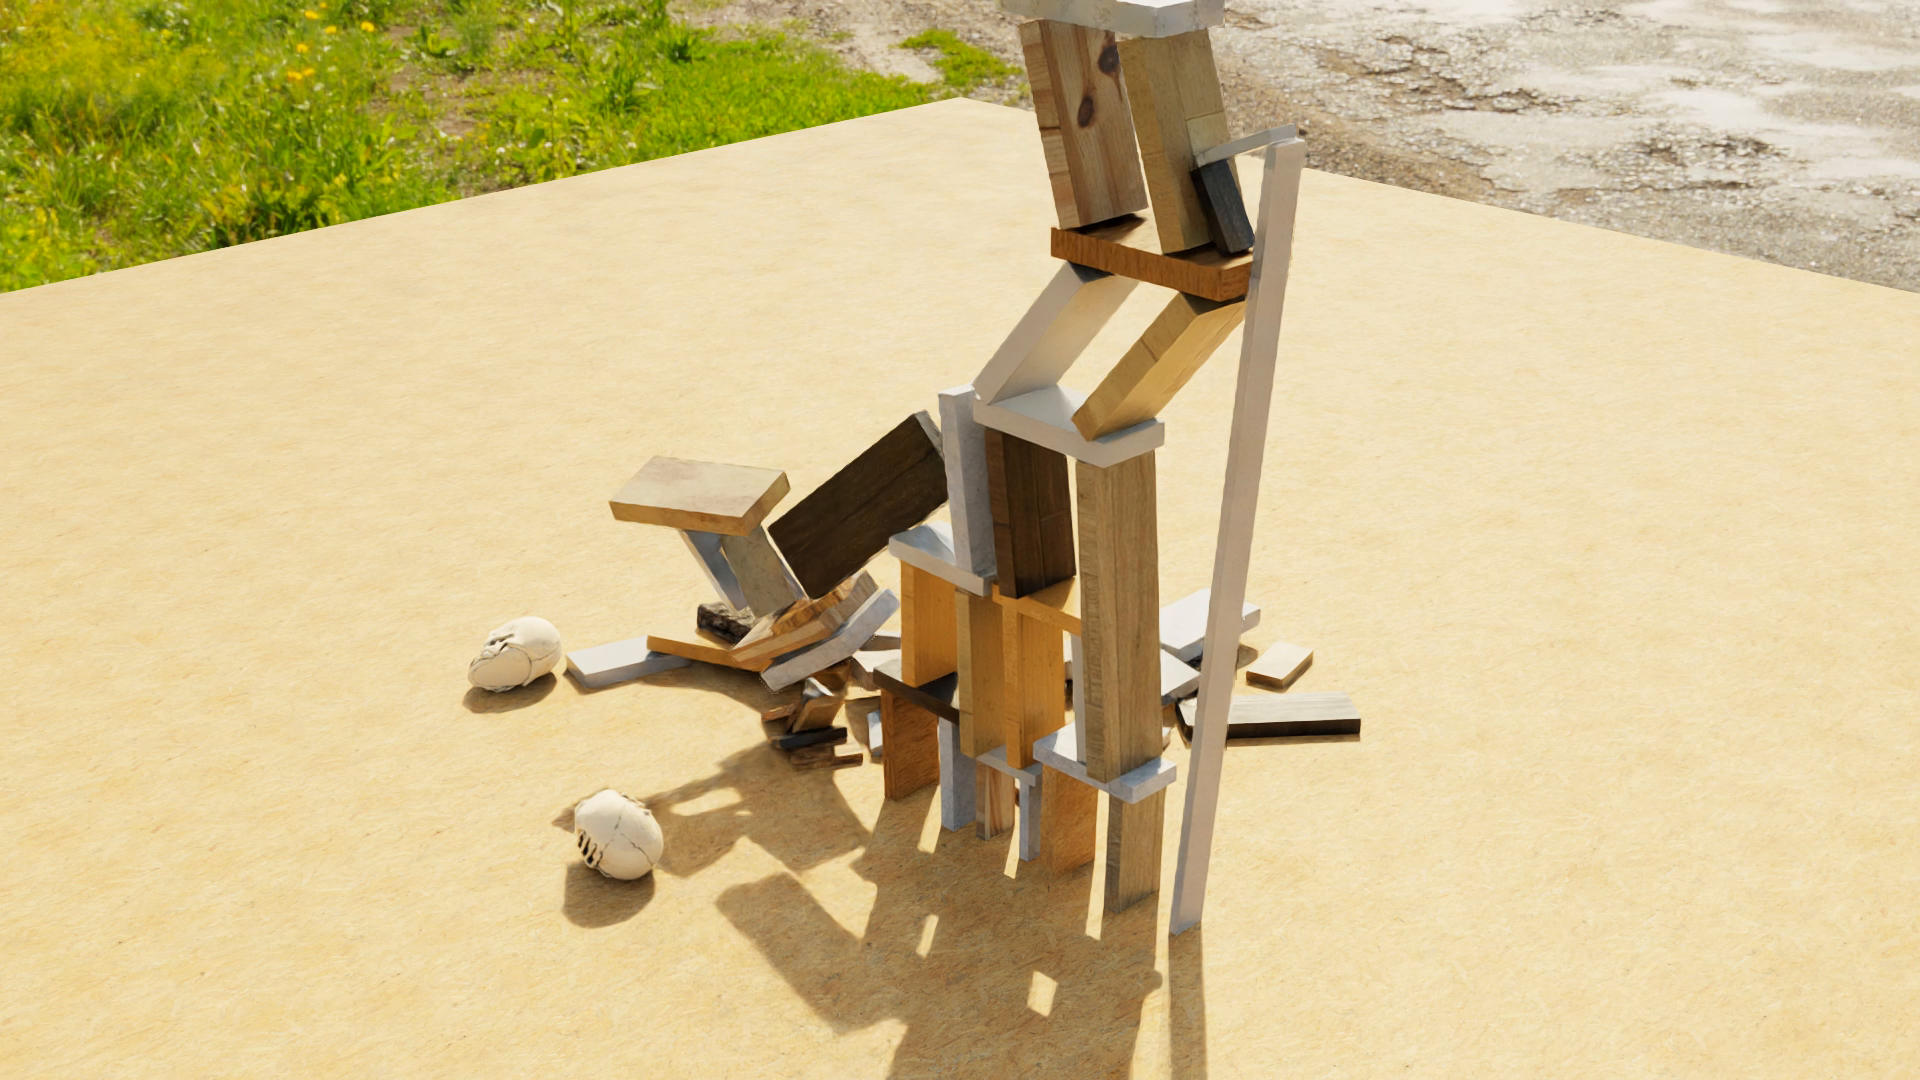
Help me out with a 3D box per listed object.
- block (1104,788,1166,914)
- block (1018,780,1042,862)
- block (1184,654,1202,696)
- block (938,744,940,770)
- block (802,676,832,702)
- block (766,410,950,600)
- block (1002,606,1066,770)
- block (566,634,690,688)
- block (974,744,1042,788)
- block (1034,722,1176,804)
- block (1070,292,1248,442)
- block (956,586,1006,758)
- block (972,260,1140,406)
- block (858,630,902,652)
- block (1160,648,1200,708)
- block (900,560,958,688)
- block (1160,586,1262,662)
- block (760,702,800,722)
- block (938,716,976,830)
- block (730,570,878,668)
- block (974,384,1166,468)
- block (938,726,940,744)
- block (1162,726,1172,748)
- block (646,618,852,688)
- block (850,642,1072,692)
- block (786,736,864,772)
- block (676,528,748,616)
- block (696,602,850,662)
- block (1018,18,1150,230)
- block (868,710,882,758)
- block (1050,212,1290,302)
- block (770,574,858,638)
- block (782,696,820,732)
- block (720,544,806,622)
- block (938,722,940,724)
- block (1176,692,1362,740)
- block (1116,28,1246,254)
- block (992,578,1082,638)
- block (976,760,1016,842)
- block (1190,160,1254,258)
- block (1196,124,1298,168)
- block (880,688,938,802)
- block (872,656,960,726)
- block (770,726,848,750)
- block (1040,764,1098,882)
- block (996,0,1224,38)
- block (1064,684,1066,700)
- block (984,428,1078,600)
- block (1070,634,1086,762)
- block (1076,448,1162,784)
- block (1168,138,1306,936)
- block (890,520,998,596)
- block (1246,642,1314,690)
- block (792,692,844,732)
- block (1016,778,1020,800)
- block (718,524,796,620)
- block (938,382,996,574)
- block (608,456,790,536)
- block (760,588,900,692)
[{"bbox_3d":[0.327,0.565,4.113,0.035,0.247,0.123,22,32,40],"label":"block"},{"bbox_3d":[0.154,0.532,4.284,0.025,0.174,0.087,21,31,40],"label":"block"},{"bbox_3d":[0.524,0.266,5.077,0.159,0.045,0.318,5,24,13],"label":"block"},{"bbox_3d":[-0.044,0.442,4.668,0.080,0.023,0.160,-5,20,21],"label":"block"},{"bbox_3d":[-0.311,0.352,4.854,0.017,0.059,0.117,-1,20,-32],"label":"block"},{"bbox_3d":[-0.183,-0.065,4.360,0.435,0.175,0.050,-36,-7,30],"label":"block"},{"bbox_3d":[0.143,0.263,4.199,0.127,0.337,0.036,-21,28,-40],"label":"block"},{"bbox_3d":[-0.765,0.274,5.068,0.254,0.036,0.127,-12,26,-27],"label":"block"},{"bbox_3d":[0.113,0.426,4.281,0.174,0.025,0.087,21,31,40],"label":"block"},{"bbox_3d":[0.269,0.414,4.108,0.247,0.035,0.123,21,31,40],"label":"block"},{"bbox_3d":[0.347,-0.307,3.693,0.180,0.359,0.051,-21,71,-40],"label":"block"},{"bbox_3d":[0.056,0.239,4.244,0.132,0.347,0.037,-21,29,-40],"label":"block"},{"bbox_3d":[0.177,-0.377,3.848,0.180,0.359,0.051,-21,71,-39],"label":"block"},{"bbox_3d":[-0.144,0.257,5.040,0.180,0.090,0.025,6,23,13],"label":"block"},{"bbox_3d":[0.392,0.335,4.856,0.261,0.037,0.131,-26,40,-30],"label":"block"},{"bbox_3d":[-0.056,0.147,4.342,0.132,0.264,0.037,-20,29,-41],"label":"block"},{"bbox_3d":[0.541,0.199,5.111,0.159,0.045,0.318,22,30,38],"label":"block"},{"bbox_3d":[-0.382,0.372,4.790,0.058,0.017,0.117,-18,-1,-36],"label":"block"},{"bbox_3d":[0.016,0.446,4.393,0.035,0.247,0.123,20,31,41],"label":"block"},{"bbox_3d":[-0.334,0.170,4.680,0.341,0.048,0.171,-21,19,49],"label":"block"},{"bbox_3d":[0.192,-0.212,3.915,0.159,0.045,0.318,-21,31,-40],"label":"block"},{"bbox_3d":[-0.086,0.426,4.681,0.117,0.015,0.053,-17,17,20],"label":"block"},{"bbox_3d":[0.375,0.442,4.686,0.090,0.026,0.181,11,25,24],"label":"block"},{"bbox_3d":[-0.476,0.257,5.048,0.468,0.036,0.127,10,19,12],"label":"block"},{"bbox_3d":[0.080,0.280,4.949,0.634,0.045,0.159,-2,12,-16],"label":"block"},{"bbox_3d":[-0.287,0.454,4.663,0.150,0.021,0.075,-7,24,-17],"label":"block"},{"bbox_3d":[-0.506,0.019,4.755,0.131,0.261,0.037,-33,0,-27],"label":"block"},{"bbox_3d":[-0.426,0.211,5.054,0.175,0.050,0.351,-7,20,-45],"label":"block"},{"bbox_3d":[0.207,-0.701,3.654,0.170,0.339,0.048,-21,13,-40],"label":"block"},{"bbox_3d":[-0.155,0.407,4.736,0.080,0.023,0.160,-22,23,5],"label":"block"},{"bbox_3d":[0.343,-0.474,3.622,0.359,0.051,0.180,21,31,39],"label":"block"},{"bbox_3d":[-0.303,0.133,4.561,0.187,0.027,0.094,-30,14,28],"label":"block"},{"bbox_3d":[-0.335,0.375,4.748,0.058,0.117,0.017,-15,68,-34],"label":"block"},{"bbox_3d":[-0.419,0.070,4.679,0.094,0.187,0.027,-34,-3,-29],"label":"block"},{"bbox_3d":[-0.100,0.370,4.840,0.080,0.023,0.160,-17,26,-17],"label":"block"},{"bbox_3d":[0.672,0.384,4.808,0.382,0.037,0.131,-2,23,-5],"label":"block"},{"bbox_3d":[0.360,-0.646,3.530,0.170,0.339,0.048,-23,14,-42],"label":"block"},{"bbox_3d":[0.194,0.114,4.067,0.127,0.036,0.254,-21,30,-40],"label":"block"},{"bbox_3d":[0.071,0.501,4.357,0.025,0.174,0.087,21,31,40],"label":"block"},{"bbox_3d":[0.422,-0.530,3.518,0.072,0.145,0.021,-22,3,-41],"label":"block"},{"bbox_3d":[0.450,-0.621,3.460,0.145,0.021,0.072,-12,7,44],"label":"block"},{"bbox_3d":[-0.102,0.399,4.497,0.035,0.247,0.123,20,32,40],"label":"block"},{"bbox_3d":[-0.045,0.292,4.389,0.123,0.035,0.247,-22,32,-40],"label":"block"},{"bbox_3d":[-0.323,0.421,4.705,0.150,0.021,0.075,-9,2,-20],"label":"block"},{"bbox_3d":[0.210,0.520,4.218,0.035,0.247,0.123,23,32,40],"label":"block"},{"bbox_3d":[0.240,-0.871,3.562,0.339,0.048,0.170,21,31,39],"label":"block"},{"bbox_3d":[0.092,0.340,4.865,0.280,0.026,0.090,3,19,8],"label":"block"},{"bbox_3d":[0.131,-0.067,4.040,0.159,0.318,0.045,-21,23,-39],"label":"block"},{"bbox_3d":[0.263,0.272,4.069,0.036,0.254,0.127,13,26,38],"label":"block"},{"bbox_3d":[0.288,0.131,3.949,0.159,0.607,0.045,-21,27,-40],"label":"block"},{"bbox_3d":[0.462,0.048,3.746,0.021,1.489,0.072,26,34,38],"label":"block"},{"bbox_3d":[0.001,0.033,4.223,0.132,0.037,0.264,-20,30,-39],"label":"block"},{"bbox_3d":[0.735,0.287,5.053,0.090,0.026,0.180,13,26,28],"label":"block"},{"bbox_3d":[-0.304,0.374,4.713,0.075,0.150,0.021,-10,66,-25],"label":"block"},{"bbox_3d":[0.138,0.498,4.555,0.090,0.026,0.181,-13,26,-27],"label":"block"},{"bbox_3d":[-0.425,0.063,4.611,0.094,0.187,0.027,-25,2,-6],"label":"block"},{"bbox_3d":[0.057,-0.126,4.106,0.171,0.341,0.048,-19,21,-35],"label":"block"},{"bbox_3d":[-0.556,-0.096,4.687,0.351,0.050,0.175,7,39,30],"label":"block"},{"bbox_3d":[-0.275,0.212,4.637,0.171,0.048,0.341,-46,11,-36],"label":"block"}]
